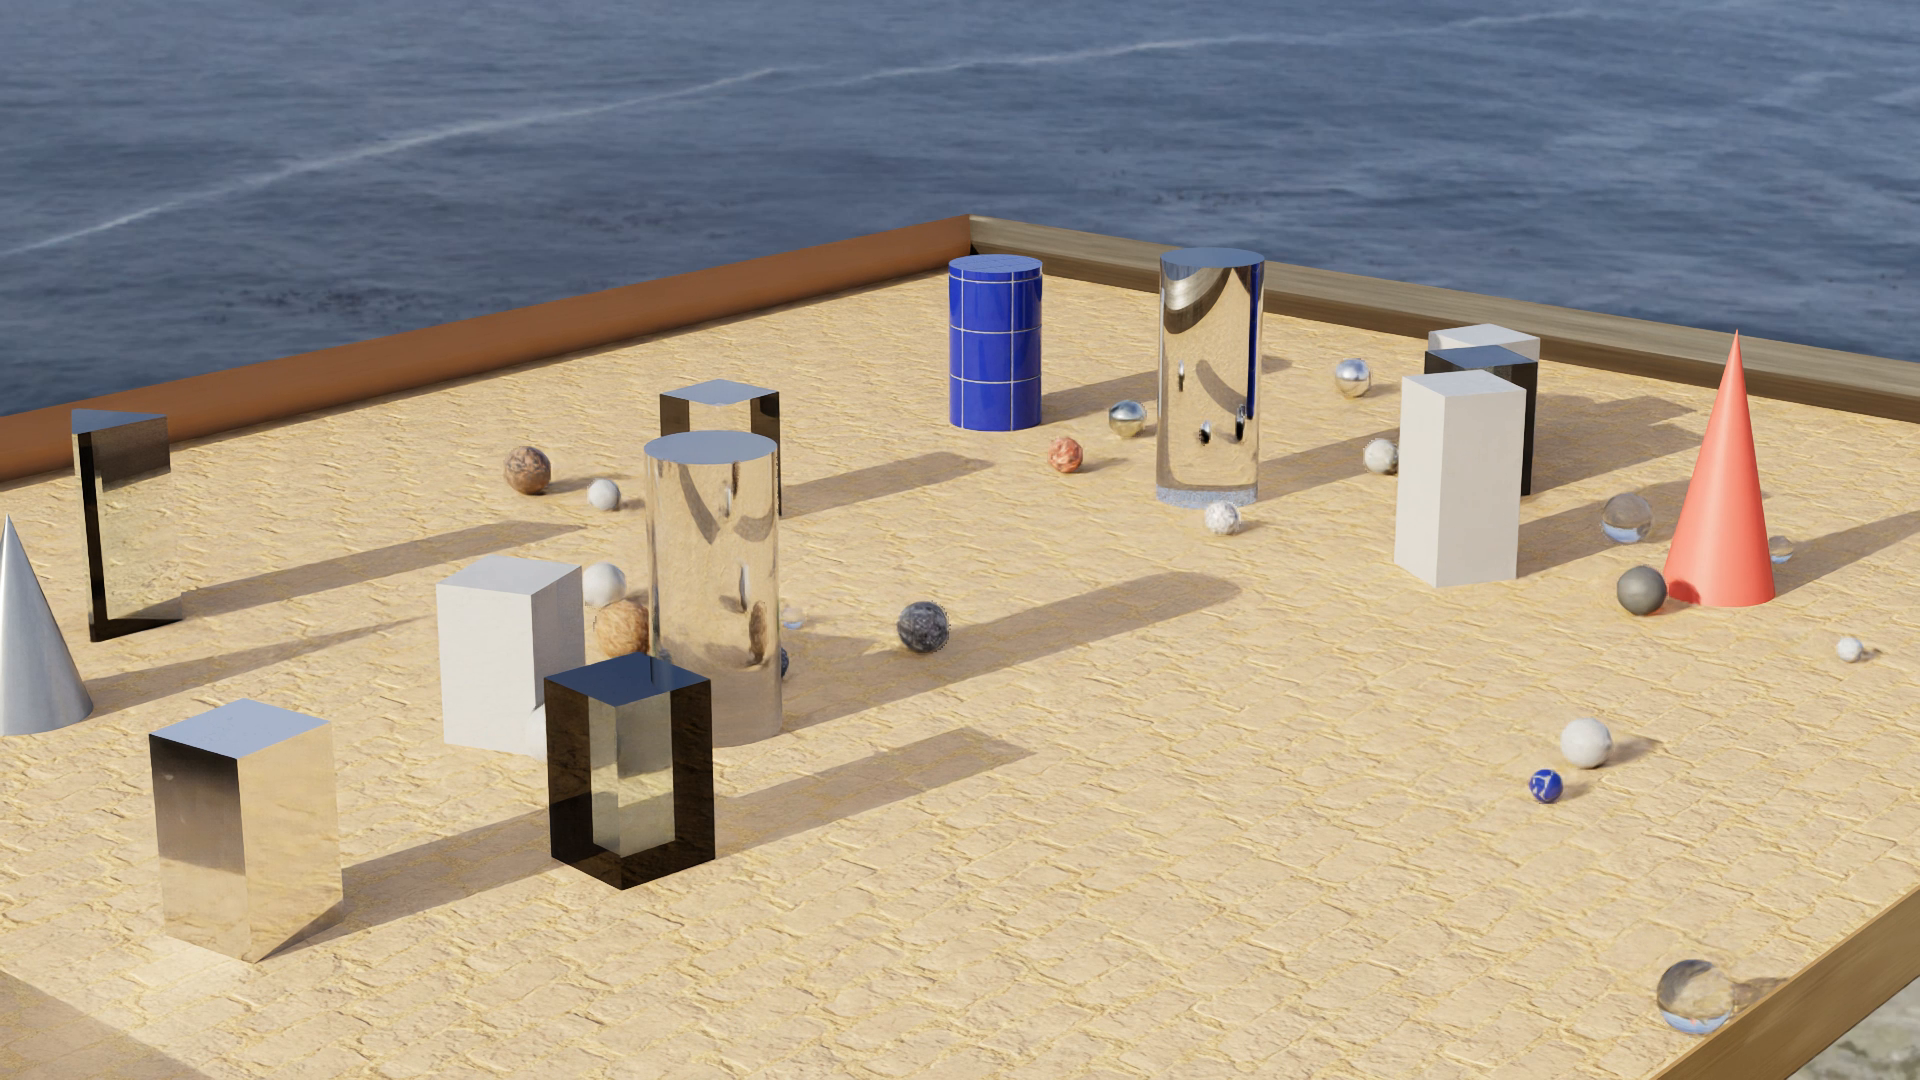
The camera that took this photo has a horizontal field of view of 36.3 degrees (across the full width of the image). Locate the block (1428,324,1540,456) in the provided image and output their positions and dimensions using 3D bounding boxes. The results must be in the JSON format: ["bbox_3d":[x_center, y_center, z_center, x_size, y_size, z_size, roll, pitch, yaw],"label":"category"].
[{"bbox_3d":[1.069,-0.299,6.015,0.160,0.249,0.160,-9,19,-28],"label":"block"}]

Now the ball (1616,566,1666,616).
[{"bbox_3d":[1.167,0.087,5.021,0.085,0.085,0.085,0,17,0],"label":"ball"}]

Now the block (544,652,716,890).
[{"bbox_3d":[-0.447,0.310,3.974,0.160,0.260,0.160,-15,22,-41],"label":"block"}]

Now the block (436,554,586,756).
[{"bbox_3d":[-0.677,0.173,4.443,0.160,0.253,0.160,6,18,20],"label":"block"}]

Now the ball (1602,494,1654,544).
[{"bbox_3d":[1.235,-0.040,5.426,0.093,0.093,0.093,0,17,0],"label":"ball"}]

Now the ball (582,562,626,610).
[{"bbox_3d":[-0.615,0.078,5.055,0.082,0.082,0.082,0,17,0],"label":"ball"}]

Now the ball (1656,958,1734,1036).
[{"bbox_3d":[0.875,0.544,3.493,0.090,0.090,0.090,0,17,0],"label":"ball"}]

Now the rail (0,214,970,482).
[{"bbox_3d":[-1.433,-0.326,6.311,0.045,0.130,4.500,14,22,39],"label":"rail"}]

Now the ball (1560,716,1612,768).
[{"bbox_3d":[0.925,0.299,4.331,0.076,0.076,0.076,0,17,0],"label":"ball"}]

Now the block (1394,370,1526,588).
[{"bbox_3d":[0.889,-0.111,5.221,0.160,0.348,0.160,-6,18,-18],"label":"block"}]

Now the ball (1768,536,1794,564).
[{"bbox_3d":[1.483,0.017,5.312,0.050,0.050,0.050,0,17,0],"label":"ball"}]

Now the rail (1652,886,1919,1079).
[{"bbox_3d":[1.433,0.391,3.929,0.045,0.130,4.500,14,22,39],"label":"rail"}]

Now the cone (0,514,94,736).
[{"bbox_3d":[-1.451,0.113,4.514,0.199,0.326,0.199,0,17,0],"label":"cone"}]

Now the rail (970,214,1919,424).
[{"bbox_3d":[1.460,-0.452,6.729,3.842,0.130,0.045,14,22,39],"label":"rail"}]

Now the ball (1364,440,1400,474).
[{"bbox_3d":[0.847,-0.166,5.884,0.071,0.071,0.071,0,17,0],"label":"ball"}]

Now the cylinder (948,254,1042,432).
[{"bbox_3d":[0.076,-0.422,6.260,0.199,0.343,0.199,0,17,0],"label":"cylinder"}]

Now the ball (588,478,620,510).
[{"bbox_3d":[-0.683,-0.087,5.637,0.061,0.061,0.061,0,17,0],"label":"ball"}]

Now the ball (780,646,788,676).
[{"bbox_3d":[-0.307,0.196,4.694,0.065,0.065,0.065,0,17,0],"label":"ball"}]

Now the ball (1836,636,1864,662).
[{"bbox_3d":[1.454,0.179,4.790,0.042,0.042,0.042,0,17,0],"label":"ball"}]

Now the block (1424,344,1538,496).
[{"bbox_3d":[1.016,-0.230,5.755,0.160,0.268,0.160,-6,18,-19],"label":"block"}]

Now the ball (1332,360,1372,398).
[{"bbox_3d":[0.869,-0.359,6.500,0.085,0.085,0.085,0,17,0],"label":"ball"}]

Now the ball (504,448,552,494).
[{"bbox_3d":[-0.847,-0.136,5.745,0.093,0.093,0.093,0,17,0],"label":"ball"}]

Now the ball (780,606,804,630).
[{"bbox_3d":[-0.282,0.131,4.951,0.041,0.041,0.041,0,17,0],"label":"ball"}]

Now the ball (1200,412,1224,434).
[{"bbox_3d":[0.532,-0.247,6.193,0.049,0.049,0.049,0,17,0],"label":"ball"}]

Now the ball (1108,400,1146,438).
[{"bbox_3d":[0.350,-0.255,6.165,0.079,0.079,0.079,0,17,0],"label":"ball"}]

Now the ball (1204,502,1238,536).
[{"bbox_3d":[0.489,-0.041,5.480,0.064,0.064,0.064,0,17,0],"label":"ball"}]

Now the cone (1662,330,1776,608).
[{"bbox_3d":[1.333,-0.138,5.098,0.199,0.470,0.199,0,17,0],"label":"cone"}]

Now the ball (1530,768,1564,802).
[{"bbox_3d":[0.841,0.352,4.203,0.049,0.049,0.049,0,17,0],"label":"ball"}]

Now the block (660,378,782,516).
[{"bbox_3d":[-0.454,-0.161,5.563,0.160,0.246,0.160,14,22,38],"label":"block"}]

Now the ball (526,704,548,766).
[{"bbox_3d":[-0.591,0.286,4.332,0.100,0.100,0.100,0,17,0],"label":"ball"}]

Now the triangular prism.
[{"bbox_3d":[-1.439,-0.034,4.943,0.150,0.360,0.173,16,23,42],"label":"triangular prism"}]

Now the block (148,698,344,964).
[{"bbox_3d":[-0.911,0.369,3.750,0.160,0.276,0.160,11,20,32],"label":"block"}]

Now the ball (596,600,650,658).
[{"bbox_3d":[-0.547,0.148,4.792,0.099,0.099,0.099,0,17,0],"label":"ball"}]

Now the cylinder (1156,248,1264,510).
[{"bbox_3d":[0.483,-0.314,5.675,0.199,0.474,0.199,0,17,0],"label":"cylinder"}]

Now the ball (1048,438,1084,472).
[{"bbox_3d":[0.212,-0.170,5.898,0.071,0.071,0.071,0,17,0],"label":"ball"}]

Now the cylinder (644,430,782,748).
[{"bbox_3d":[-0.373,0.073,4.447,0.199,0.442,0.199,0,17,0],"label":"cylinder"}]

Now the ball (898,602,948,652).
[{"bbox_3d":[-0.062,0.143,4.836,0.084,0.084,0.084,0,17,0],"label":"ball"}]
